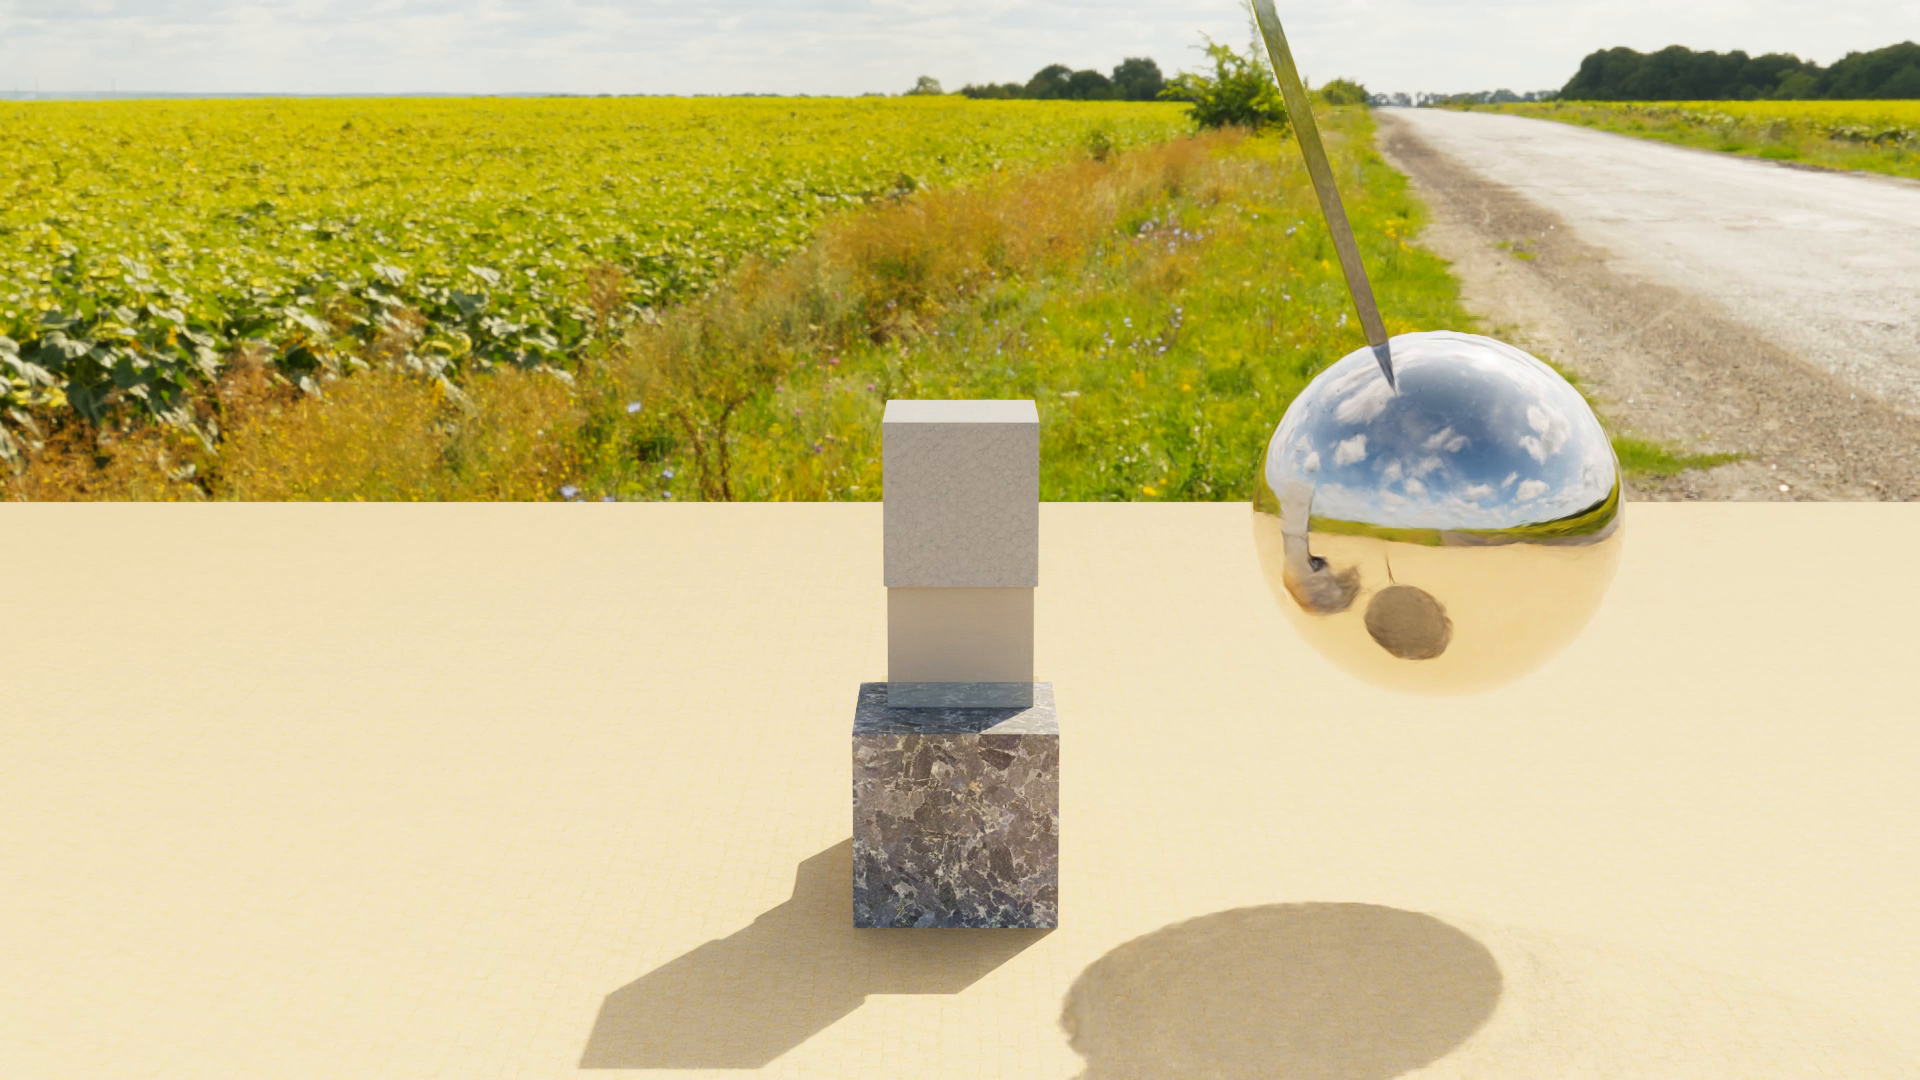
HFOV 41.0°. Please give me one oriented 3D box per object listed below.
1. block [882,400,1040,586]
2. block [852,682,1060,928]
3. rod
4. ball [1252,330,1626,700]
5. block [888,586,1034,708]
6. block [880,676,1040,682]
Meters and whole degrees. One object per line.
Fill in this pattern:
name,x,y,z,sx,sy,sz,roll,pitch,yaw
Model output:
block,0.004,-0.213,11.142,0.655,0.701,0.745,0,10,0
block,-0.017,1.124,11.059,0.853,0.832,0.919,0,10,0
rod,0.899,-3.248,10.590,0.080,5.200,0.080,-20,10,4
ball,2.074,-0.109,11.161,1.600,1.600,1.600,0,10,0
block,0.003,0.395,11.252,0.624,0.535,0.646,0,10,0
block,0.000,1.045,11.842,0.739,0.707,0.631,0,10,0
